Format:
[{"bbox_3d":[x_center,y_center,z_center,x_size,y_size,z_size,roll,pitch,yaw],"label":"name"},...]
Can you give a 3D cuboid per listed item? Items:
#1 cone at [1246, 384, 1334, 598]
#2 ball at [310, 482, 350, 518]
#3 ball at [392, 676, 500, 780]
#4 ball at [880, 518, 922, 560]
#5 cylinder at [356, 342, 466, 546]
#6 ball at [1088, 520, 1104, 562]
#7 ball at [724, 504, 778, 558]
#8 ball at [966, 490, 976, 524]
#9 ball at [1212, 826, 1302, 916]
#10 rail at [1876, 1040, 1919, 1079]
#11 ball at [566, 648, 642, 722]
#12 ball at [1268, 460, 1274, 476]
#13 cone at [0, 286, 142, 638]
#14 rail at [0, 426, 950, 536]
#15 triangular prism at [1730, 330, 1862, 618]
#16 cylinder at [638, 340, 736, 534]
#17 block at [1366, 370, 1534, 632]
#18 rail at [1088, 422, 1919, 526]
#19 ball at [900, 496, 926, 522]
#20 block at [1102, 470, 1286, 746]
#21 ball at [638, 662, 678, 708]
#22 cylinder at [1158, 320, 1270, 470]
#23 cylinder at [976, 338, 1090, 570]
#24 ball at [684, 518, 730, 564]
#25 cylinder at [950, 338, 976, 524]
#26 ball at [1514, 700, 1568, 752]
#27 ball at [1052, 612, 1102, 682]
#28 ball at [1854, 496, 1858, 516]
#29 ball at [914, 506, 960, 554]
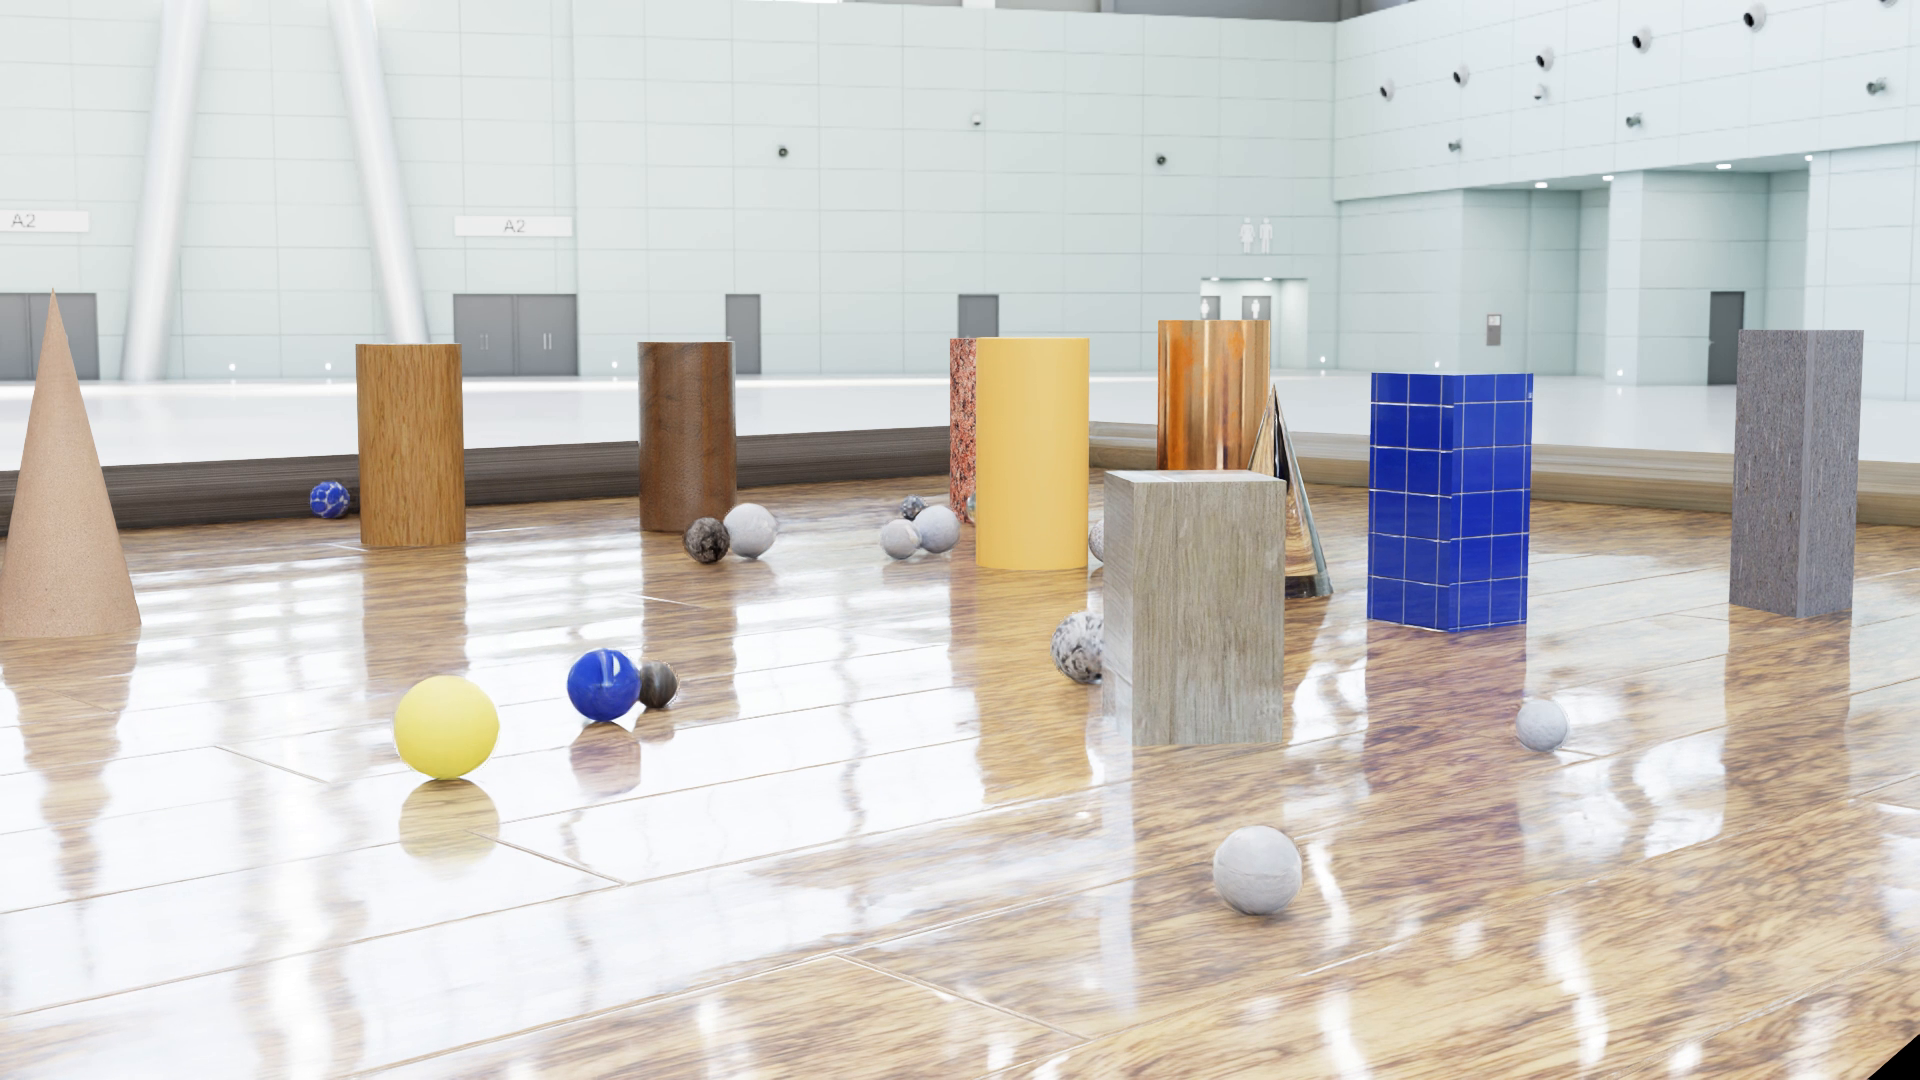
[{"bbox_3d":[0.497,-0.085,3.499,0.199,0.333,0.199,0,6,0],"label":"cone"},{"bbox_3d":[-1.354,-0.086,4.727,0.081,0.081,0.081,0,6,0],"label":"ball"},{"bbox_3d":[-0.490,0.178,2.099,0.099,0.099,0.099,0,6,0],"label":"ball"},{"bbox_3d":[-0.106,-0.002,3.954,0.073,0.073,0.073,0,6,0],"label":"ball"},{"bbox_3d":[-1.063,-0.189,4.257,0.199,0.382,0.199,0,6,0],"label":"cylinder"},{"bbox_3d":[0.267,0.002,3.872,0.083,0.083,0.083,0,6,0],"label":"ball"},{"bbox_3d":[-0.380,-0.017,3.975,0.099,0.099,0.099,0,6,0],"label":"ball"},{"bbox_3d":[0.053,-0.068,4.551,0.081,0.081,0.081,0,6,0],"label":"ball"},{"bbox_3d":[0.220,0.244,1.625,0.066,0.066,0.066,0,6,0],"label":"ball"},{"bbox_3d":[1.359,0.186,1.867,4.598,0.129,0.045,-5,8,-42],"label":"rail"},{"bbox_3d":[-0.387,0.157,2.390,0.081,0.081,0.081,0,6,0],"label":"ball"},{"bbox_3d":[0.793,-0.184,5.760,0.062,0.062,0.062,0,6,0],"label":"ball"},{"bbox_3d":[-1.261,-0.115,3.082,0.199,0.480,0.199,0,6,0],"label":"cone"},{"bbox_3d":[-1.359,-0.119,4.796,4.598,0.129,0.045,-5,8,-42],"label":"rail"},{"bbox_3d":[1.229,-0.105,3.287,0.149,0.416,0.172,6,8,45],"label":"triangular prism"},{"bbox_3d":[-0.557,-0.214,4.496,0.199,0.383,0.199,0,6,0],"label":"cylinder"},{"bbox_3d":[0.699,-0.060,3.144,0.159,0.357,0.159,-4,7,-34],"label":"block"},{"bbox_3d":[1.672,-0.126,4.866,0.045,0.129,4.055,-5,8,-42],"label":"rail"},{"bbox_3d":[-0.101,-0.067,4.674,0.053,0.053,0.053,0,6,0],"label":"ball"},{"bbox_3d":[0.245,0.067,2.333,0.159,0.271,0.159,-1,6,-7],"label":"block"},{"bbox_3d":[-0.344,0.163,2.475,0.051,0.051,0.051,0,6,0],"label":"ball"},{"bbox_3d":[0.453,-0.179,3.937,0.199,0.428,0.199,0,6,0],"label":"cylinder"},{"bbox_3d":[0.127,-0.156,3.870,0.199,0.397,0.199,0,6,0],"label":"cylinder"},{"bbox_3d":[-0.447,0.001,3.888,0.081,0.081,0.081,0,6,0],"label":"ball"},{"bbox_3d":[0.078,-0.235,4.685,0.199,0.386,0.199,0,6,0],"label":"cylinder"},{"bbox_3d":[0.589,0.188,2.231,0.052,0.052,0.052,0,6,0],"label":"ball"},{"bbox_3d":[0.153,0.129,2.643,0.085,0.085,0.085,0,6,0],"label":"ball"},{"bbox_3d":[1.845,-0.070,4.612,0.072,0.072,0.072,0,6,0],"label":"ball"},{"bbox_3d":[-0.044,-0.020,4.053,0.088,0.088,0.088,0,6,0],"label":"ball"}]
